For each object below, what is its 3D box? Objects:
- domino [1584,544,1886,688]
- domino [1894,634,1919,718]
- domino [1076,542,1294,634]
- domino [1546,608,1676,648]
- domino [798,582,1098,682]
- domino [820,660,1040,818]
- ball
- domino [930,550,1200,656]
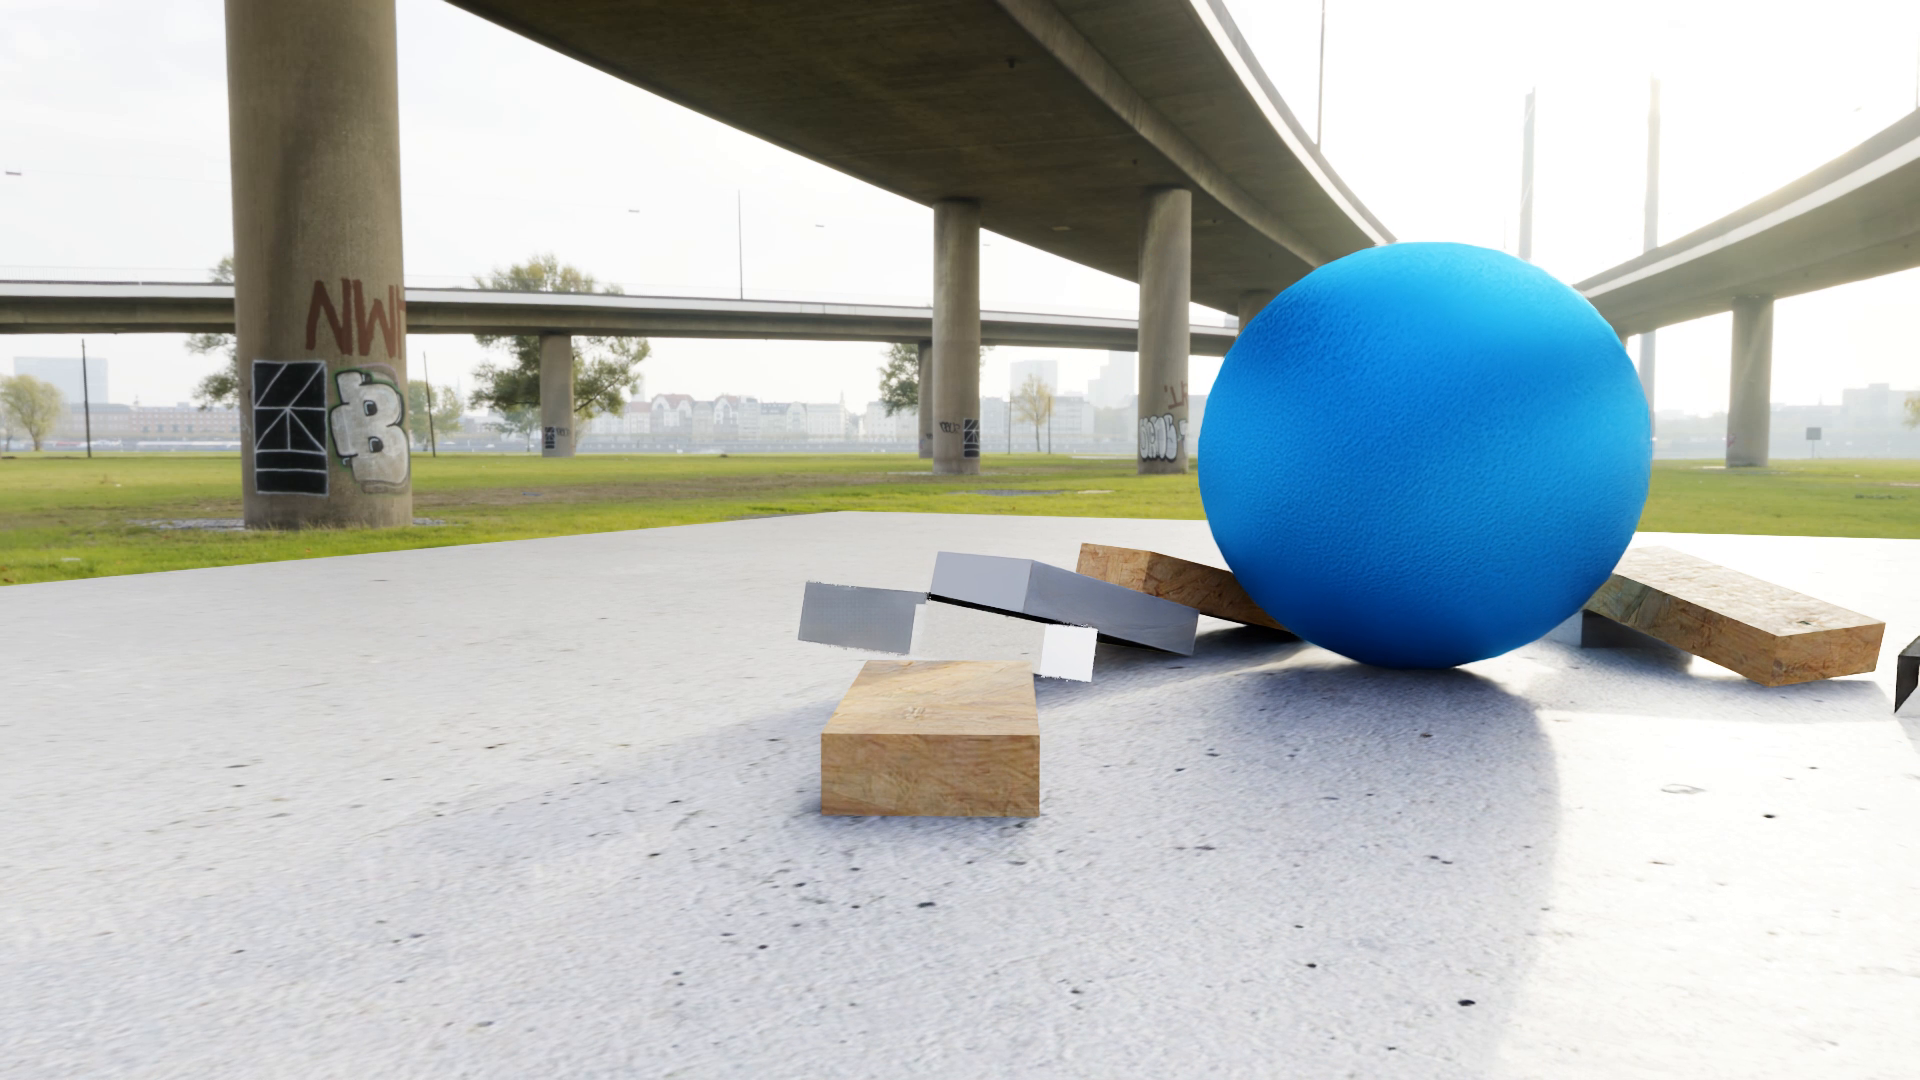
[{"bbox_3d":[0.146,0.013,0.250,0.025,0.010,0.050,-5,17,-17],"label":"domino"},{"bbox_3d":[0.173,0.022,0.212,0.025,0.009,0.050,4,6,42],"label":"domino"},{"bbox_3d":[0.053,0.011,0.279,0.050,0.009,0.025,13,-3,-28],"label":"domino"},{"bbox_3d":[0.141,0.016,0.293,0.025,0.010,0.050,0,4,-2],"label":"domino"},{"bbox_3d":[-0.001,0.016,0.218,0.025,0.009,0.050,3,-7,37],"label":"domino"},{"bbox_3d":[-0.003,0.025,0.171,0.025,0.009,0.050,0,4,2],"label":"domino"},{"bbox_3d":[0.086,-0.016,0.242,0.080,0.080,0.080,0,4,0],"label":"ball"},{"bbox_3d":[0.021,0.013,0.250,0.050,0.009,0.025,17,-8,-42],"label":"domino"}]
